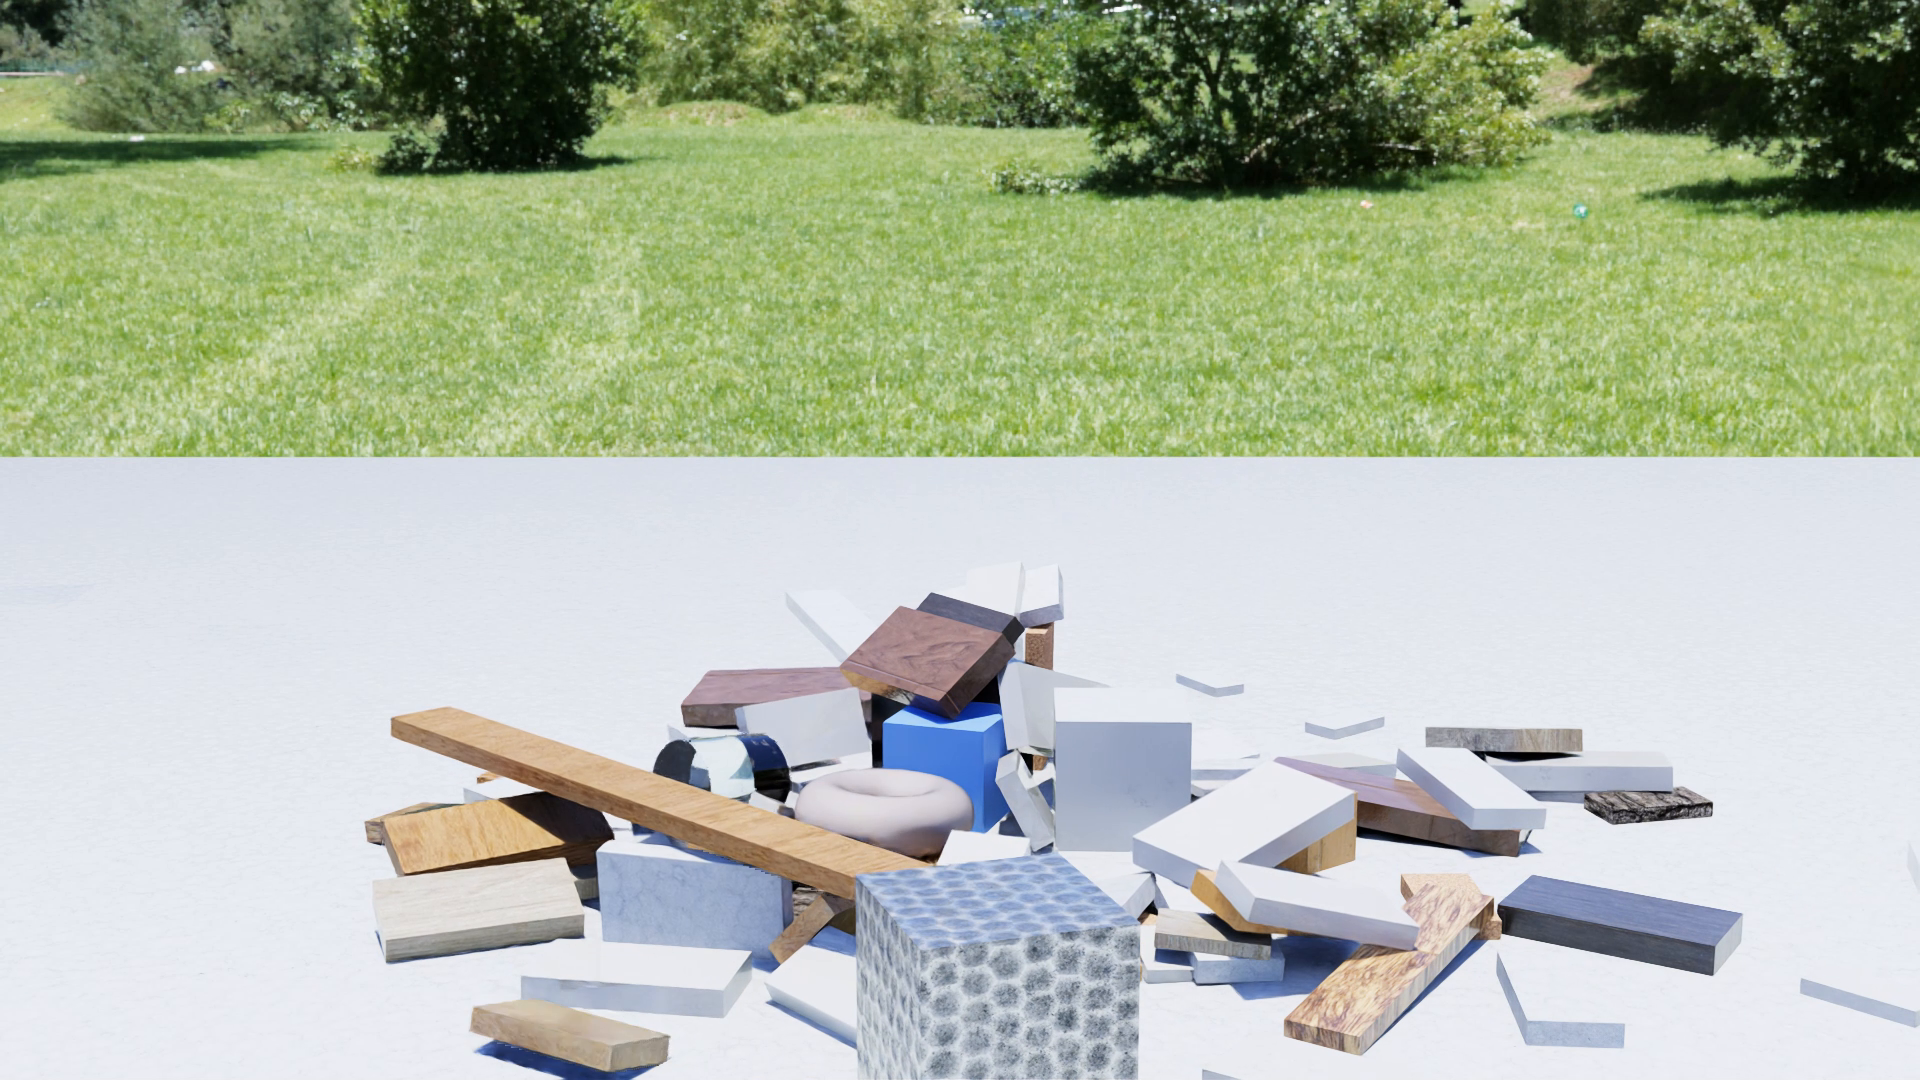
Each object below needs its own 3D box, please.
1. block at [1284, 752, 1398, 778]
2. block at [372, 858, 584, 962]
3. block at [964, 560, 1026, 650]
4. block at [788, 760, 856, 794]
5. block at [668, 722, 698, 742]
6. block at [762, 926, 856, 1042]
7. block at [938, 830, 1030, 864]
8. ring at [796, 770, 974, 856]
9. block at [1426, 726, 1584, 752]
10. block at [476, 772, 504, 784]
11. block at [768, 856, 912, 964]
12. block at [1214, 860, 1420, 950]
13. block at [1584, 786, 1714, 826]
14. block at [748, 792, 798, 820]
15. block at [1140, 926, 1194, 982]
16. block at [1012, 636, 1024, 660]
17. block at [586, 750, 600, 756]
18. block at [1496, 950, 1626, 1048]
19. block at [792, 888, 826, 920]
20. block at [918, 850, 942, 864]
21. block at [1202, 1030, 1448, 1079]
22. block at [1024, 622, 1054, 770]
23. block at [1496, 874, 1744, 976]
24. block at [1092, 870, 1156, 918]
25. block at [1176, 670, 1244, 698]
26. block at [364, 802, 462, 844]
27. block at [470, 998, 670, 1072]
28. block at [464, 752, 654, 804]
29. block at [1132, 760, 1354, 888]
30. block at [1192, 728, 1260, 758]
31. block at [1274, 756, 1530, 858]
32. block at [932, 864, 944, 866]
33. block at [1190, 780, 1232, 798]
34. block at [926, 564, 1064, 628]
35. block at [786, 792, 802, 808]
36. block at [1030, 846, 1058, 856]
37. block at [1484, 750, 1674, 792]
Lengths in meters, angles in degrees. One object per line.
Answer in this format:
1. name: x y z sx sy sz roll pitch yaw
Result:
1. block: 0.738 0.443 4.273 0.225 0.032 0.112 3 6 -45
2. block: -0.761 0.581 3.472 0.306 0.043 0.153 -4 29 -21
3. block: 0.062 0.136 4.365 0.113 0.032 0.225 -9 39 16
4. block: -0.341 0.435 4.154 0.138 0.039 0.276 -10 14 -43
5. block: -0.559 0.413 4.451 0.017 0.061 0.121 -11 15 -27
6. block: -0.151 0.641 3.144 0.132 0.037 0.265 -38 30 -29
7. block: 0.019 0.560 3.518 0.133 0.038 0.266 4 27 14
8. ring: -0.128 0.465 3.757 0.308 0.103 0.308 3 7 0
9. block: 1.076 0.395 4.366 0.156 0.044 0.312 2 -4 -20
10. block: -0.902 0.462 4.319 0.050 0.014 0.099 4 11 19
11. block: -0.172 0.570 3.390 0.037 0.132 0.265 51 26 15
12. block: 0.533 0.546 3.290 0.276 0.039 0.138 13 11 -18
13. block: 1.284 0.495 4.102 0.206 0.029 0.103 -3 11 -13
14. block: -0.277 0.494 3.891 0.184 0.026 0.092 26 -7 -36
15. block: 0.303 0.629 3.348 0.071 0.020 0.141 1 17 -9
16. block: 0.097 0.273 4.532 0.040 0.280 0.140 -11 -10 21
17. block: -0.791 0.451 4.353 0.086 0.024 0.173 5 12 26
18. block: 0.865 0.662 3.180 0.133 0.038 0.266 1 11 5
19. block: -0.248 0.605 3.507 0.102 0.029 0.203 3 11 18
20. block: -0.019 0.565 3.620 0.102 0.029 0.203 -4 19 3
21. block: 0.488 0.718 2.857 0.310 0.044 0.155 7 13 35
22. block: 0.158 0.308 4.418 0.040 0.280 0.140 3 11 10
23. block: 1.038 0.604 3.464 0.337 0.048 0.169 7 12 32
24. block: 0.215 0.586 3.467 0.133 0.038 0.266 -13 3 21
25. block: 0.570 0.327 5.023 0.078 0.022 0.157 -6 12 -29
26. block: -0.912 0.505 3.909 0.274 0.039 0.137 -3 7 35
27. block: -0.536 0.678 3.020 0.249 0.035 0.125 6 -2 31
28. block: -0.742 0.474 4.159 0.345 0.049 0.172 -10 15 -44
29. block: 0.469 0.473 3.622 0.356 0.050 0.178 -22 28 -40
30. block: 0.475 0.430 4.364 0.225 0.032 0.112 -8 29 -38
31. block: 0.788 0.483 4.007 0.478 0.048 0.169 9 13 21
32. block: -0.004 0.591 3.370 0.133 0.038 0.266 2 26 8
33. block: 0.521 0.473 4.195 0.185 0.018 0.064 1 9 -30
34. block: 0.069 0.135 4.433 0.280 0.040 0.140 -14 33 11
35. block: -0.225 0.492 3.938 0.163 0.023 0.081 25 -7 -36
36. block: 0.077 0.560 3.753 0.102 0.029 0.203 6 12 29
37. block: 1.187 0.444 4.234 0.338 0.048 0.169 -1 4 11
